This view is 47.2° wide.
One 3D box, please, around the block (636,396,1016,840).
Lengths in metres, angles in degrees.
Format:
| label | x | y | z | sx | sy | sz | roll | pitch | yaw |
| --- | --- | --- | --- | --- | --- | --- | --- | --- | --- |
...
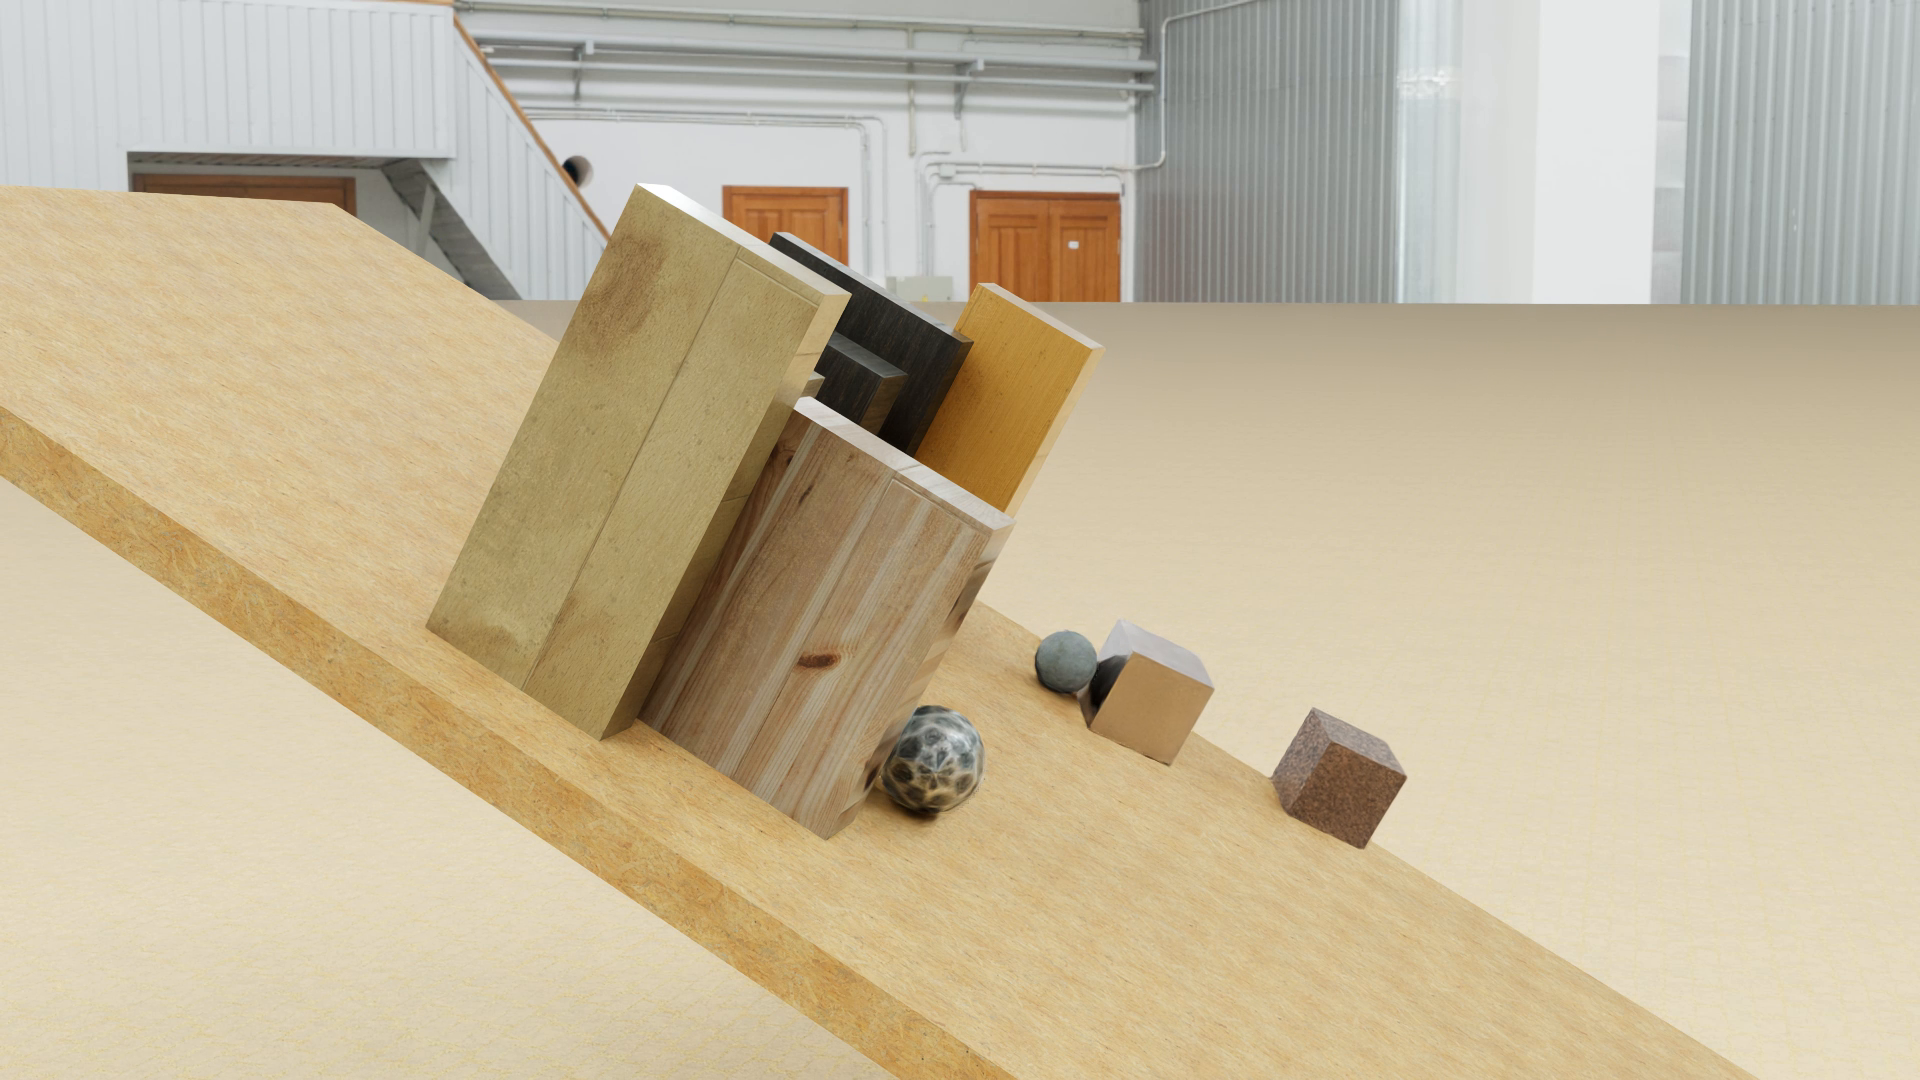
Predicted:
| label | x | y | z | sx | sy | sz | roll | pitch | yaw |
| --- | --- | --- | --- | --- | --- | --- | --- | --- | --- |
| block | -0.225 | 0.122 | 3.482 | 0.393 | 0.571 | 0.128 | 31 | 14 | 11 |

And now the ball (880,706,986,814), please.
| label | x | y | z | sx | sy | sz | roll | pitch | yaw |
| --- | --- | --- | --- | --- | --- | --- | --- | --- | --- |
| ball | -0.049 | 0.372 | 3.733 | 0.183 | 0.183 | 0.183 | 0 | 7 | 0 |

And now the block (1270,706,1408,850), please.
| label | x | y | z | sx | sy | sz | roll | pitch | yaw |
| --- | --- | --- | --- | --- | --- | --- | --- | --- | --- |
| block | 0.831 | 0.523 | 4.838 | 0.194 | 0.194 | 0.194 | 26 | 14 | -11 |

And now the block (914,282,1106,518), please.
| label | x | y | z | sx | sy | sz | roll | pitch | yaw |
| --- | --- | --- | --- | --- | --- | --- | --- | --- | --- |
| block | -0.003 | -0.138 | 4.484 | 0.270 | 0.727 | 0.115 | 31 | 14 | 11 |

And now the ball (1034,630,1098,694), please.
| label | x | y | z | sx | sy | sz | roll | pitch | yaw |
| --- | --- | --- | --- | --- | --- | --- | --- | --- | --- |
| ball | 0.228 | 0.262 | 4.726 | 0.135 | 0.135 | 0.135 | 0 | 7 | 0 |

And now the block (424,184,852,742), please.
| label | x | y | z | sx | sy | sz | roll | pitch | yaw |
| --- | --- | --- | --- | --- | --- | --- | --- | --- | --- |
| block | -0.500 | -0.115 | 3.366 | 0.339 | 0.779 | 0.114 | 31 | 14 | 11 |

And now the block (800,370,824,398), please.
| label | x | y | z | sx | sy | sz | roll | pitch | yaw |
| --- | --- | --- | --- | --- | --- | --- | --- | --- | --- |
| block | -0.512 | -0.147 | 3.978 | 0.334 | 0.521 | 0.084 | 31 | 14 | 11 |

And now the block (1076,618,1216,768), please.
| label | x | y | z | sx | sy | sz | roll | pitch | yaw |
| --- | --- | --- | --- | --- | --- | --- | --- | --- | --- |
| block | 0.394 | 0.324 | 4.700 | 0.199 | 0.199 | 0.199 | 25 | 15 | -12 |

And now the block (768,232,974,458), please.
| label | x | y | z | sx | sy | sz | roll | pitch | yaw |
| --- | --- | --- | --- | --- | --- | --- | --- | --- | --- |
| block | -0.315 | -0.231 | 4.416 | 0.445 | 0.631 | 0.081 | 31 | 14 | 11 |

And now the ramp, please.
| label | x | y | z | sx | sy | sz | roll | pitch | yaw |
| --- | --- | --- | --- | --- | --- | --- | --- | --- | --- |
| ramp | -0.204 | 0.338 | 4.138 | 4.000 | 0.100 | 2.000 | 31 | 14 | 11 |

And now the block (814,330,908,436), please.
| label | x | y | z | sx | sy | sz | roll | pitch | yaw |
| --- | --- | --- | --- | --- | --- | --- | --- | --- | --- |
| block | -0.356 | -0.138 | 4.179 | 0.266 | 0.550 | 0.144 | 31 | 14 | 11 |
